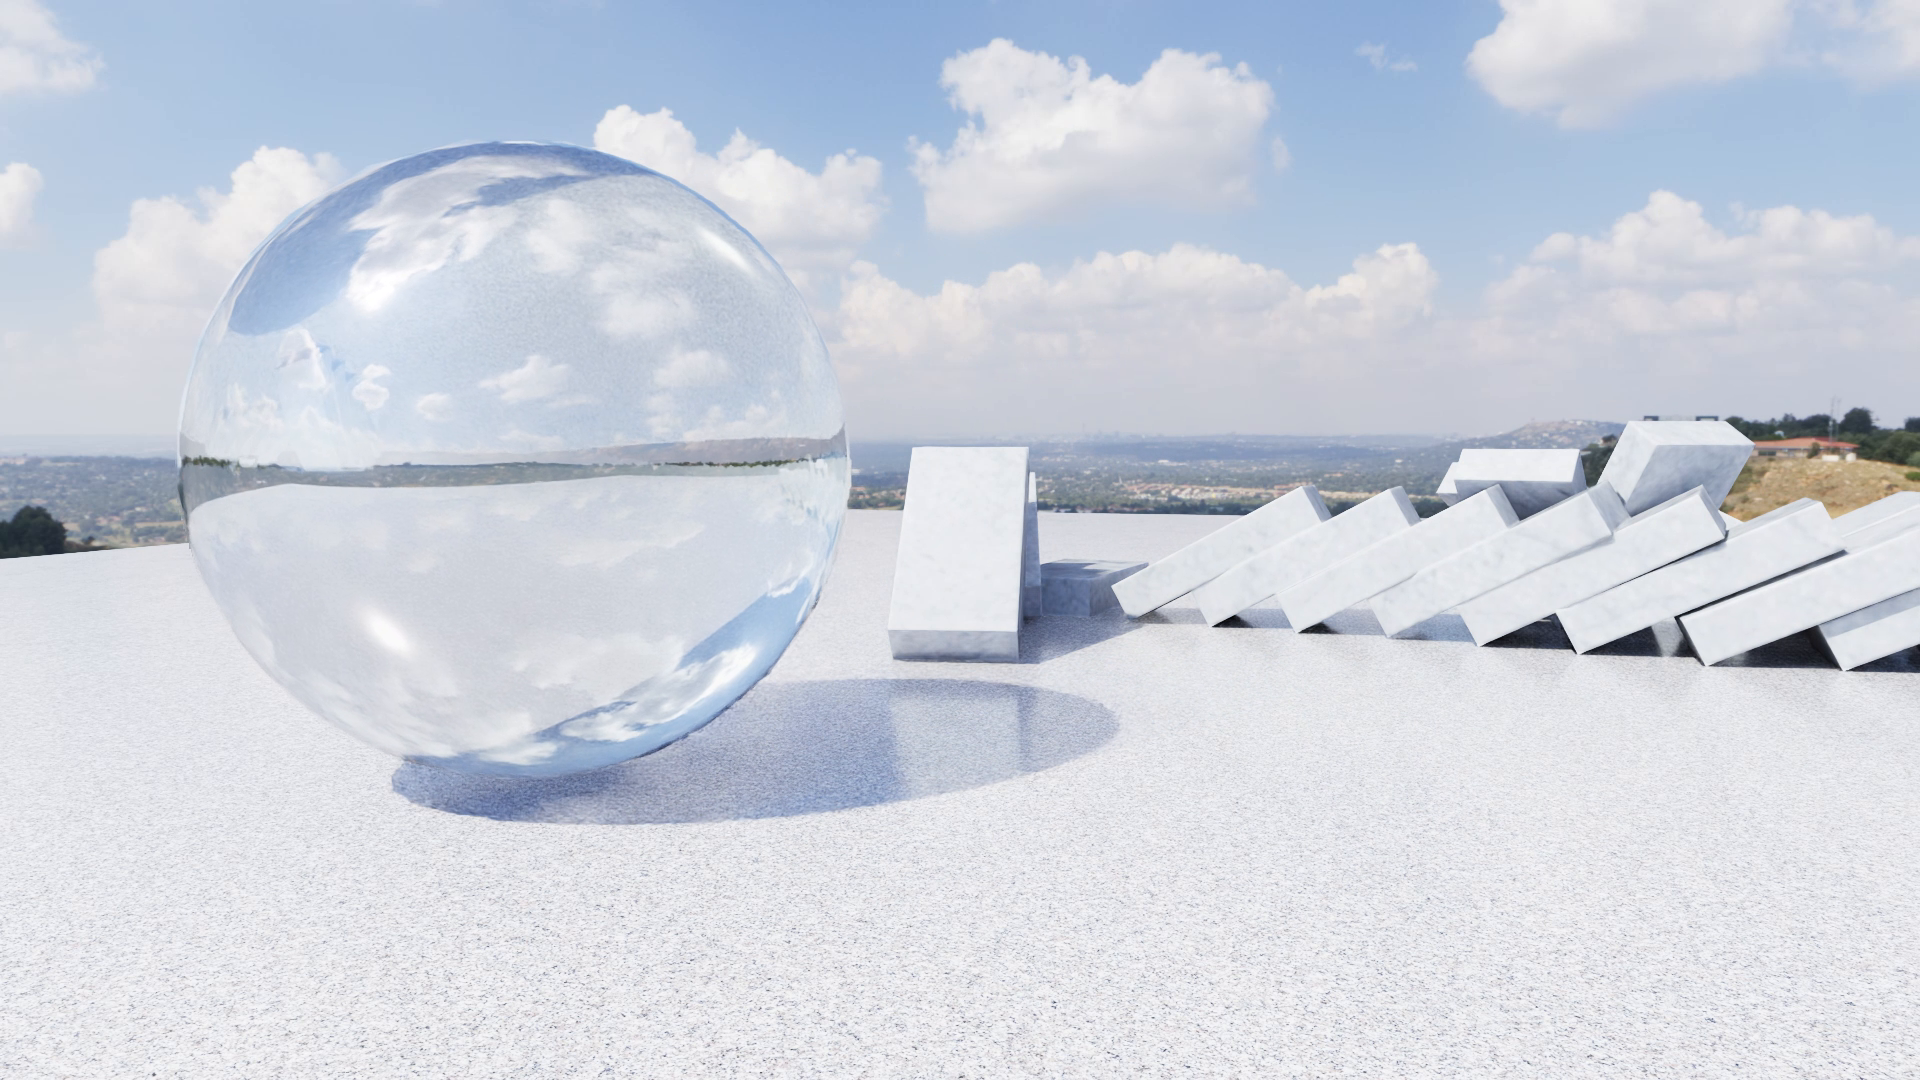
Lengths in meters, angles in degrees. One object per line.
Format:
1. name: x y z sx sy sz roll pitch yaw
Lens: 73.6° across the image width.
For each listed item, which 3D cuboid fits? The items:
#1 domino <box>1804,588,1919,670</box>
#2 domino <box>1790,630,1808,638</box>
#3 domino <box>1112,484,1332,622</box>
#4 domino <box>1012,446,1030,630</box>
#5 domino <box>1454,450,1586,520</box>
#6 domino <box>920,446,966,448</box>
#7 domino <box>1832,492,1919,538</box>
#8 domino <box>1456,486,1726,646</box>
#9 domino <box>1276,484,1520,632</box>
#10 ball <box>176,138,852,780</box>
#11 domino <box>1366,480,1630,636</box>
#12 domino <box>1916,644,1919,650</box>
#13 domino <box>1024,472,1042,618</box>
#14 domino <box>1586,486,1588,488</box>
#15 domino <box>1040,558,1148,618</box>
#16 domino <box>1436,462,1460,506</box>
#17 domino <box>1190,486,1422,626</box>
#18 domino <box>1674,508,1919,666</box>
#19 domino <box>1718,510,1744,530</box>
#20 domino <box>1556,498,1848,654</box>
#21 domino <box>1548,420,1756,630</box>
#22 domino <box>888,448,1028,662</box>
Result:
1. domino: 0.189 0.008 0.243 0.050 0.009 0.025 -28 -5 23
2. domino: 0.205 0.007 0.288 0.050 0.009 0.025 -27 14 -21
3. domino: 0.063 0.003 0.308 0.050 0.010 0.025 -30 -8 21
4. domino: 0.003 -0.001 0.307 0.025 0.009 0.050 0 48 6
5. domino: 0.136 -0.001 0.304 0.025 0.009 0.050 3 -38 37
6. domino: 0.001 0.000 0.293 0.025 0.009 0.050 1 48 6
7. domino: 0.179 0.005 0.271 0.050 0.010 0.025 -27 -6 19
8. domino: 0.132 0.005 0.268 0.050 0.009 0.025 -32 -10 31
9. domino: 0.098 0.004 0.289 0.050 0.009 0.025 -31 -10 28
10. ball: -0.054 -0.010 0.165 0.080 0.080 0.080 0 4 0
11. domino: 0.116 0.004 0.277 0.050 0.009 0.025 -33 -11 35
12. domino: 0.212 0.008 0.244 0.050 0.009 0.025 -28 2 9
13. domino: 0.007 0.001 0.325 0.025 0.009 0.050 -3 35 3
14. domino: 0.187 0.000 0.348 0.050 0.009 0.025 35 17 30
15. domino: 0.031 0.012 0.342 0.025 0.009 0.050 2 5 25
16. domino: 0.146 -0.001 0.324 0.050 0.009 0.025 39 -15 -24
17. domino: 0.081 0.004 0.300 0.050 0.010 0.025 -30 -9 24
18. domino: 0.166 0.008 0.248 0.050 0.010 0.025 -27 -7 23
19. domino: 0.203 0.001 0.333 0.050 0.010 0.025 35 17 29
20. domino: 0.148 0.007 0.260 0.050 0.010 0.025 -29 -9 26
21. domino: 0.151 -0.003 0.285 0.025 0.050 0.009 -1 37 -14
22. domino: 0.001 0.002 0.266 0.025 0.009 0.050 0 48 6
